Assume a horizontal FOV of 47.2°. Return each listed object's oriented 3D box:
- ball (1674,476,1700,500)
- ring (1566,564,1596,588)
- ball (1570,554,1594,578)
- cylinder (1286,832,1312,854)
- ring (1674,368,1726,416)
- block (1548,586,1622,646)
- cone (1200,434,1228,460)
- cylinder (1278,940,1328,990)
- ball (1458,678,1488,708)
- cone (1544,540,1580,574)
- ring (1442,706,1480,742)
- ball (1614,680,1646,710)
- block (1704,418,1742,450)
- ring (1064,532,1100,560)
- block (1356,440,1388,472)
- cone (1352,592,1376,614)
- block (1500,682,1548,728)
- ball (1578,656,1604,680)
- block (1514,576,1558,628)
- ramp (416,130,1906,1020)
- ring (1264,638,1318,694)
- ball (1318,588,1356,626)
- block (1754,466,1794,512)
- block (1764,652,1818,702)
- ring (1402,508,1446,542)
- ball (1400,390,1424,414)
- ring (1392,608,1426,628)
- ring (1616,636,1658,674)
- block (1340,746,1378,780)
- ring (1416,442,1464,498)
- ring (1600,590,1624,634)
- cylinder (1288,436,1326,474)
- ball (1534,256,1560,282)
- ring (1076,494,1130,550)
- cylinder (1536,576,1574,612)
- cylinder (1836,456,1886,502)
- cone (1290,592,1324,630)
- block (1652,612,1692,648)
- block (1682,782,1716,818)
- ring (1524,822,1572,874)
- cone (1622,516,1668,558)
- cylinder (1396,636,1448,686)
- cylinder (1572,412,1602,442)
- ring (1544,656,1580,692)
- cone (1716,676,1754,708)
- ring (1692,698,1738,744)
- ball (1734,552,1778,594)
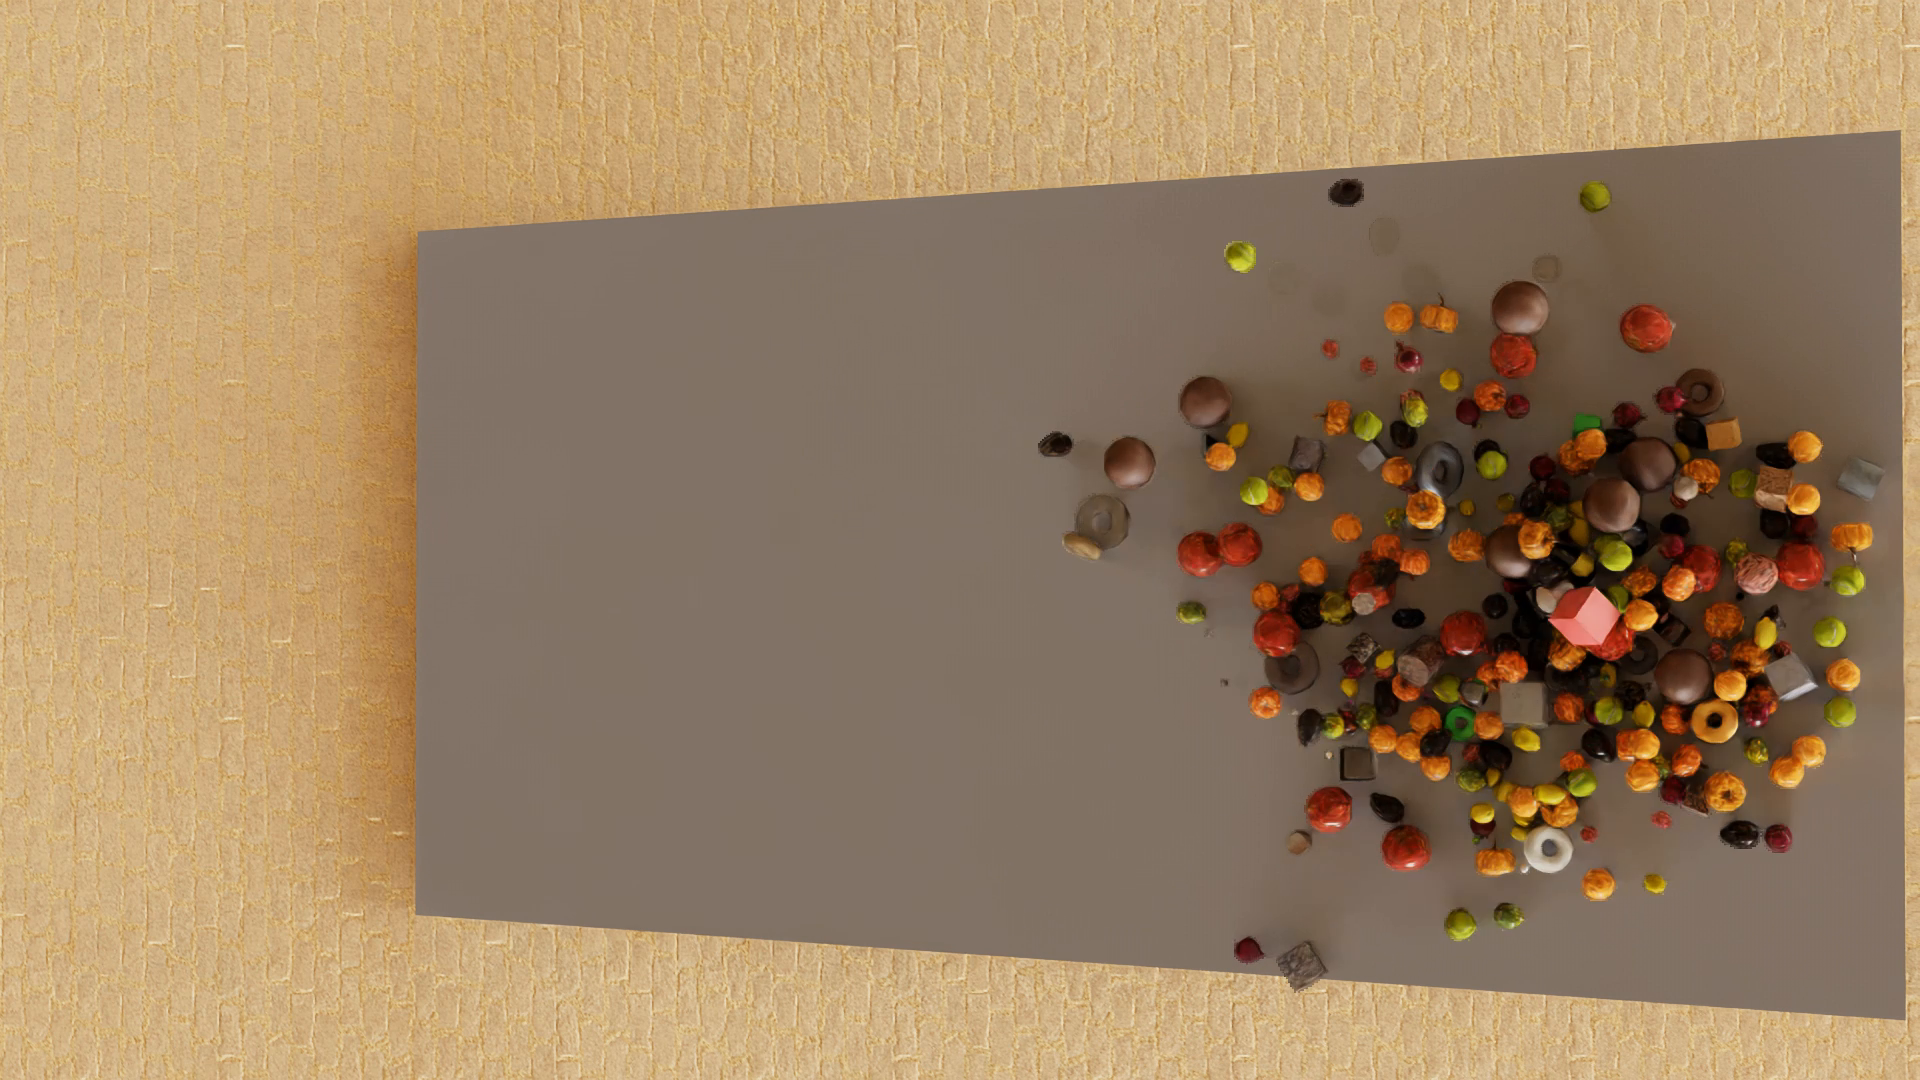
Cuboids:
[{"bbox_3d":[1.648,-0.118,4.991,0.056,0.056,0.056,0,89,0],"label":"ball"},{"bbox_3d":[1.461,0.079,5.166,0.076,0.076,0.025,-30,46,0],"label":"ring"},{"bbox_3d":[1.445,0.059,5.105,0.055,0.055,0.055,0,89,0],"label":"ball"},{"bbox_3d":[0.836,0.746,5.420,0.052,0.052,0.052,0,89,22],"label":"cylinder"},{"bbox_3d":[1.711,-0.341,5.088,0.113,0.038,0.113,0,90,21],"label":"ring"},{"bbox_3d":[1.428,0.175,5.026,0.094,0.094,0.094,43,72,-14],"label":"block"},{"bbox_3d":[0.644,-0.233,5.520,0.067,0.067,0.067,3,89,-4],"label":"cone"},{"bbox_3d":[0.840,1.043,5.392,0.088,0.088,0.088,-32,78,0],"label":"cylinder"},{"bbox_3d":[1.211,0.359,5.186,0.070,0.070,0.070,0,89,0],"label":"ball"},{"bbox_3d":[1.378,0.025,5.091,0.080,0.080,0.080,40,89,-3],"label":"cone"},{"bbox_3d":[1.204,0.440,5.285,0.087,0.029,0.087,1,94,15],"label":"ring"},{"bbox_3d":[1.560,0.362,5.122,0.071,0.071,0.071,0,89,0],"label":"ball"},{"bbox_3d":[1.747,-0.243,5.033,0.060,0.060,0.060,-8,97,31],"label":"block"},{"bbox_3d":[0.311,0.017,5.606,0.102,0.102,0.034,31,81,0],"label":"ring"},{"bbox_3d":[1.005,-0.205,5.356,0.054,0.054,0.054,-41,85,20],"label":"block"},{"bbox_3d":[0.969,0.155,5.267,0.054,0.054,0.054,-2,82,15],"label":"cone"},{"bbox_3d":[1.333,0.391,5.189,0.095,0.095,0.095,-2,76,23],"label":"block"},{"bbox_3d":[1.481,0.299,5.163,0.056,0.056,0.056,0,89,0],"label":"ball"},{"bbox_3d":[1.372,0.145,5.172,0.082,0.082,0.082,-14,73,-23],"label":"block"},{"bbox_3d":[0.283,0.086,5.733,4.000,0.100,2.000,0,89,22],"label":"ramp"},{"bbox_3d":[0.819,0.311,5.432,0.139,0.046,0.139,-1,87,25],"label":"ring"},{"bbox_3d":[0.924,0.163,5.369,0.094,0.094,0.094,0,89,0],"label":"ball"},{"bbox_3d":[1.841,-0.115,4.975,0.069,0.069,0.069,13,63,25],"label":"block"},{"bbox_3d":[1.879,0.310,4.972,0.077,0.077,0.077,-33,62,25],"label":"block"},{"bbox_3d":[1.116,-0.037,5.286,0.110,0.110,0.037,-5,54,0],"label":"ring"},{"bbox_3d":[1.094,-0.334,5.324,0.061,0.061,0.061,0,89,0],"label":"ball"},{"bbox_3d":[1.084,0.189,5.315,0.079,0.079,0.026,-8,114,0],"label":"ring"},{"bbox_3d":[1.581,0.269,5.130,0.094,0.031,0.094,4,104,18],"label":"ring"},{"bbox_3d":[0.971,0.544,5.355,0.076,0.076,0.076,-4,88,22],"label":"block"},{"bbox_3d":[1.142,-0.166,5.239,0.137,0.046,0.137,-3,96,-30],"label":"ring"},{"bbox_3d":[1.501,0.171,5.167,0.111,0.037,0.111,0,90,22],"label":"ring"},{"bbox_3d":[0.854,-0.211,5.411,0.076,0.076,0.076,16,98,0],"label":"cylinder"},{"bbox_3d":[1.391,-0.643,5.209,0.060,0.060,0.060,0,89,0],"label":"ball"},{"bbox_3d":[0.366,-0.046,5.621,0.145,0.048,0.145,0,90,22],"label":"ring"},{"bbox_3d":[1.380,0.126,5.099,0.065,0.065,0.065,-26,89,-26],"label":"cylinder"},{"bbox_3d":[2.022,-0.137,4.938,0.078,0.078,0.078,27,89,20],"label":"cylinder"},{"bbox_3d":[0.846,0.174,5.401,0.092,0.092,0.092,0,89,22],"label":"cone"},{"bbox_3d":[1.639,0.208,5.061,0.052,0.052,0.052,39,97,-13],"label":"block"},{"bbox_3d":[1.701,0.598,5.062,0.058,0.058,0.058,20,82,21],"label":"block"},{"bbox_3d":[1.388,0.726,5.184,0.117,0.039,0.117,1,85,-6],"label":"ring"},{"bbox_3d":[1.605,-0.010,5.100,0.096,0.096,0.096,-2,89,-23],"label":"cone"},{"bbox_3d":[1.110,0.290,5.275,0.090,0.090,0.090,-37,89,-35],"label":"cylinder"},{"bbox_3d":[1.476,-0.266,5.171,0.057,0.057,0.057,14,89,22],"label":"cylinder"},{"bbox_3d":[1.422,0.318,5.198,0.083,0.028,0.083,1,93,15],"label":"ring"},{"bbox_3d":[1.767,0.333,5.058,0.080,0.080,0.080,-43,46,0],"label":"cone"},{"bbox_3d":[1.717,0.412,5.005,0.105,0.035,0.105,-9,75,35],"label":"ring"},{"bbox_3d":[1.798,0.076,4.966,0.095,0.095,0.095,0,89,0],"label":"ball"}]
